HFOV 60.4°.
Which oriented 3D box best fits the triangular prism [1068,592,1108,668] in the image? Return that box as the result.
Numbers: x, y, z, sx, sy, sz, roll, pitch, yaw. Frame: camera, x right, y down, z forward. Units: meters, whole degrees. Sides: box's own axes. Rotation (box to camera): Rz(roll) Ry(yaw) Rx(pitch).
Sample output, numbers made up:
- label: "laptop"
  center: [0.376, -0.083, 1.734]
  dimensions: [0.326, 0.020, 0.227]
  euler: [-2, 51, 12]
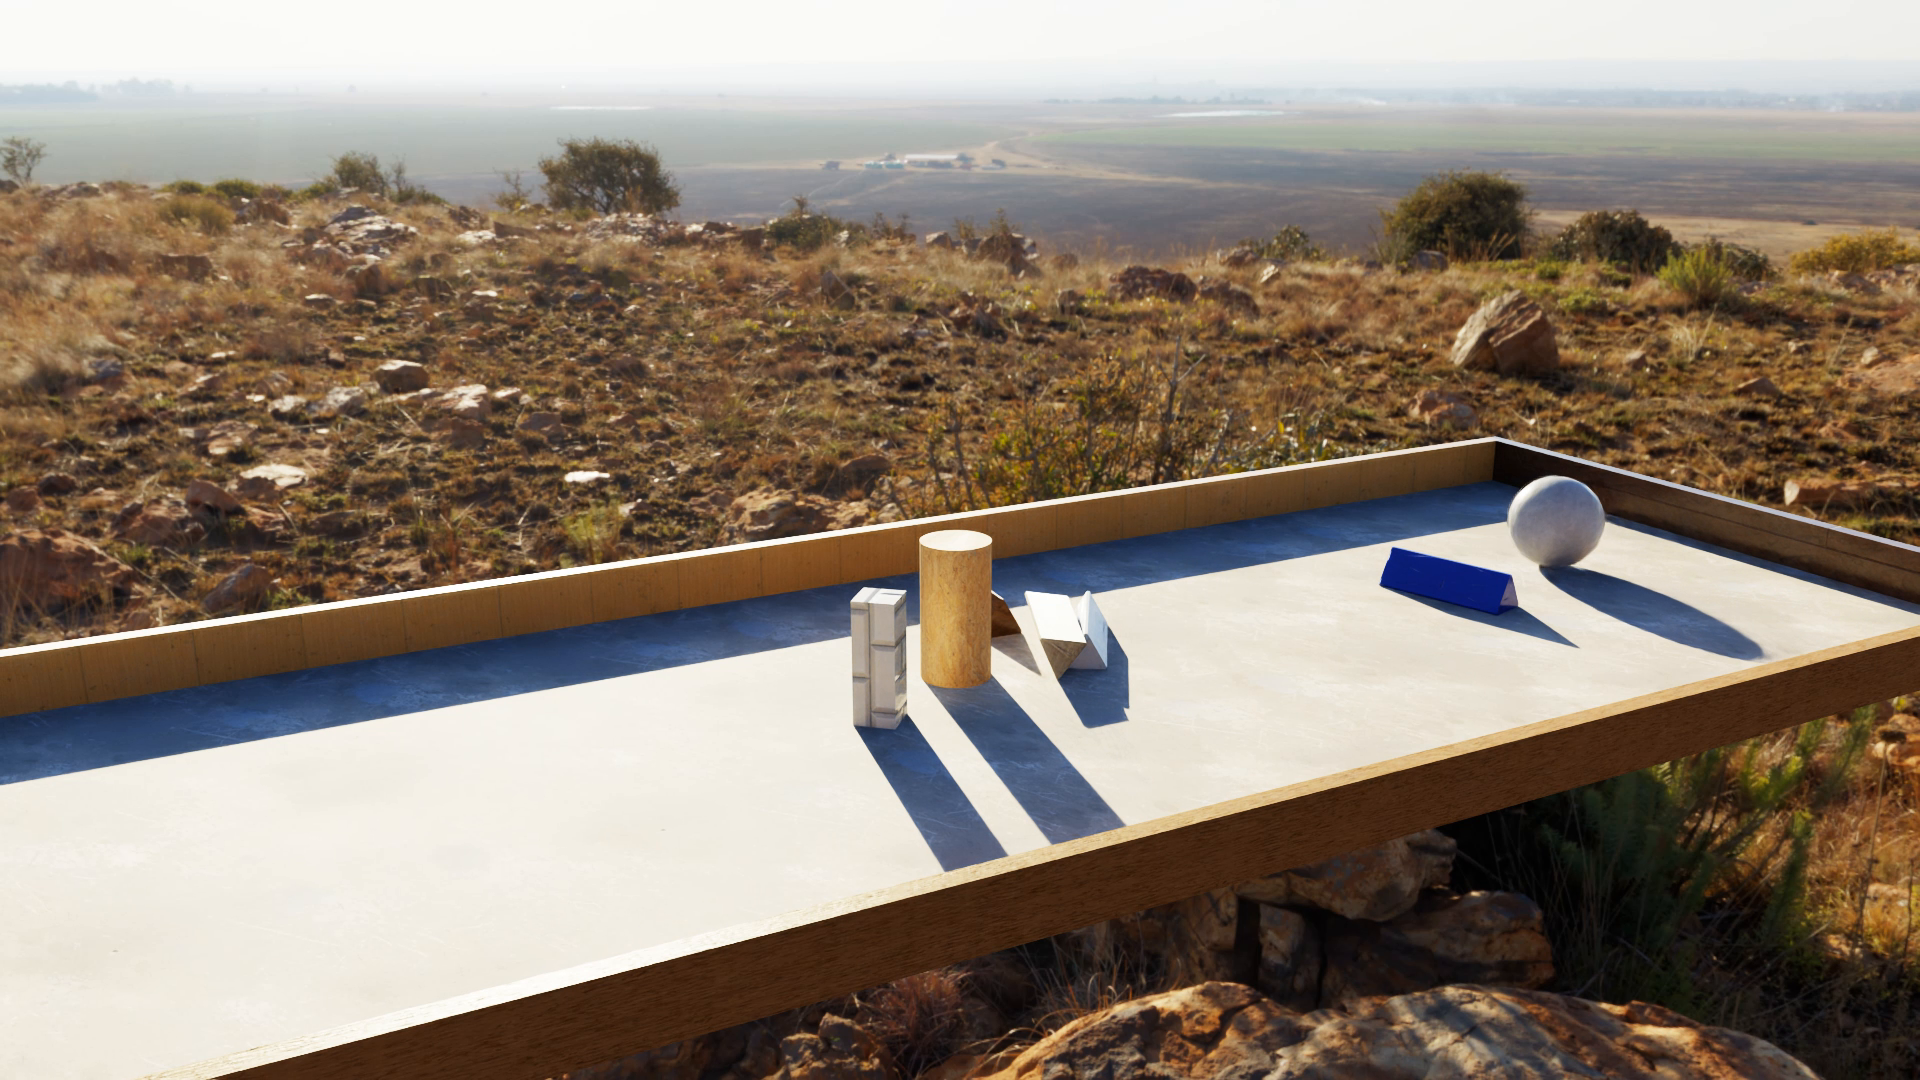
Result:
- label: "triangular prism"
  center: [0.337, 0.234, 4.382]
  dimensions: [0.108, 0.094, 0.348]
  euler: [1, 16, 5]

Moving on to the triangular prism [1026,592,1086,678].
- label: "triangular prism"
  center: [0.230, 0.224, 4.316]
  dimensions: [0.103, 0.119, 0.373]
  euler: [36, 11, -13]

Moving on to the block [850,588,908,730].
- label: "block"
  center: [-0.189, 0.277, 3.867]
  dimensions: [0.104, 0.307, 0.104]
  euler: [4, 17, 13]

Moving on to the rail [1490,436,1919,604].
- label: "rail"
  center: [2.466, -0.048, 5.253]
  dimensions: [0.050, 0.150, 2.100]
  euler: [-9, 18, -27]

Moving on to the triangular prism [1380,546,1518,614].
- label: "triangular prism"
  center: [1.419, 0.109, 4.788]
  dimensions: [0.122, 0.106, 0.382]
  euler: [-15, 22, -41]

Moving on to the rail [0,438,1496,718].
- label: "rail"
  center: [-3.305, 0.497, 3.399]
  dimensions: [12.000, 0.150, 0.050]
  euler: [-9, 18, -27]

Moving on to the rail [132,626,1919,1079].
- label: "rail"
  center: [-2.336, 1.006, 1.665]
  dimensions: [12.000, 0.150, 0.050]
  euler: [-9, 18, -27]

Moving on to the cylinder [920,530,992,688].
- label: "cylinder"
  center: [-0.011, 0.172, 4.136]
  dimensions: [0.180, 0.357, 0.180]
  euler: [0, 16, 0]

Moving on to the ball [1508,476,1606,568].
- label: "ball"
  center: [1.823, -0.056, 5.047]
  dimensions: [0.281, 0.281, 0.281]
  euler: [0, 16, 0]

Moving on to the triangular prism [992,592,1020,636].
- label: "triangular prism"
  center: [0.053, 0.168, 4.589]
  dimensions: [0.120, 0.104, 0.307]
  euler: [-7, 18, -22]
